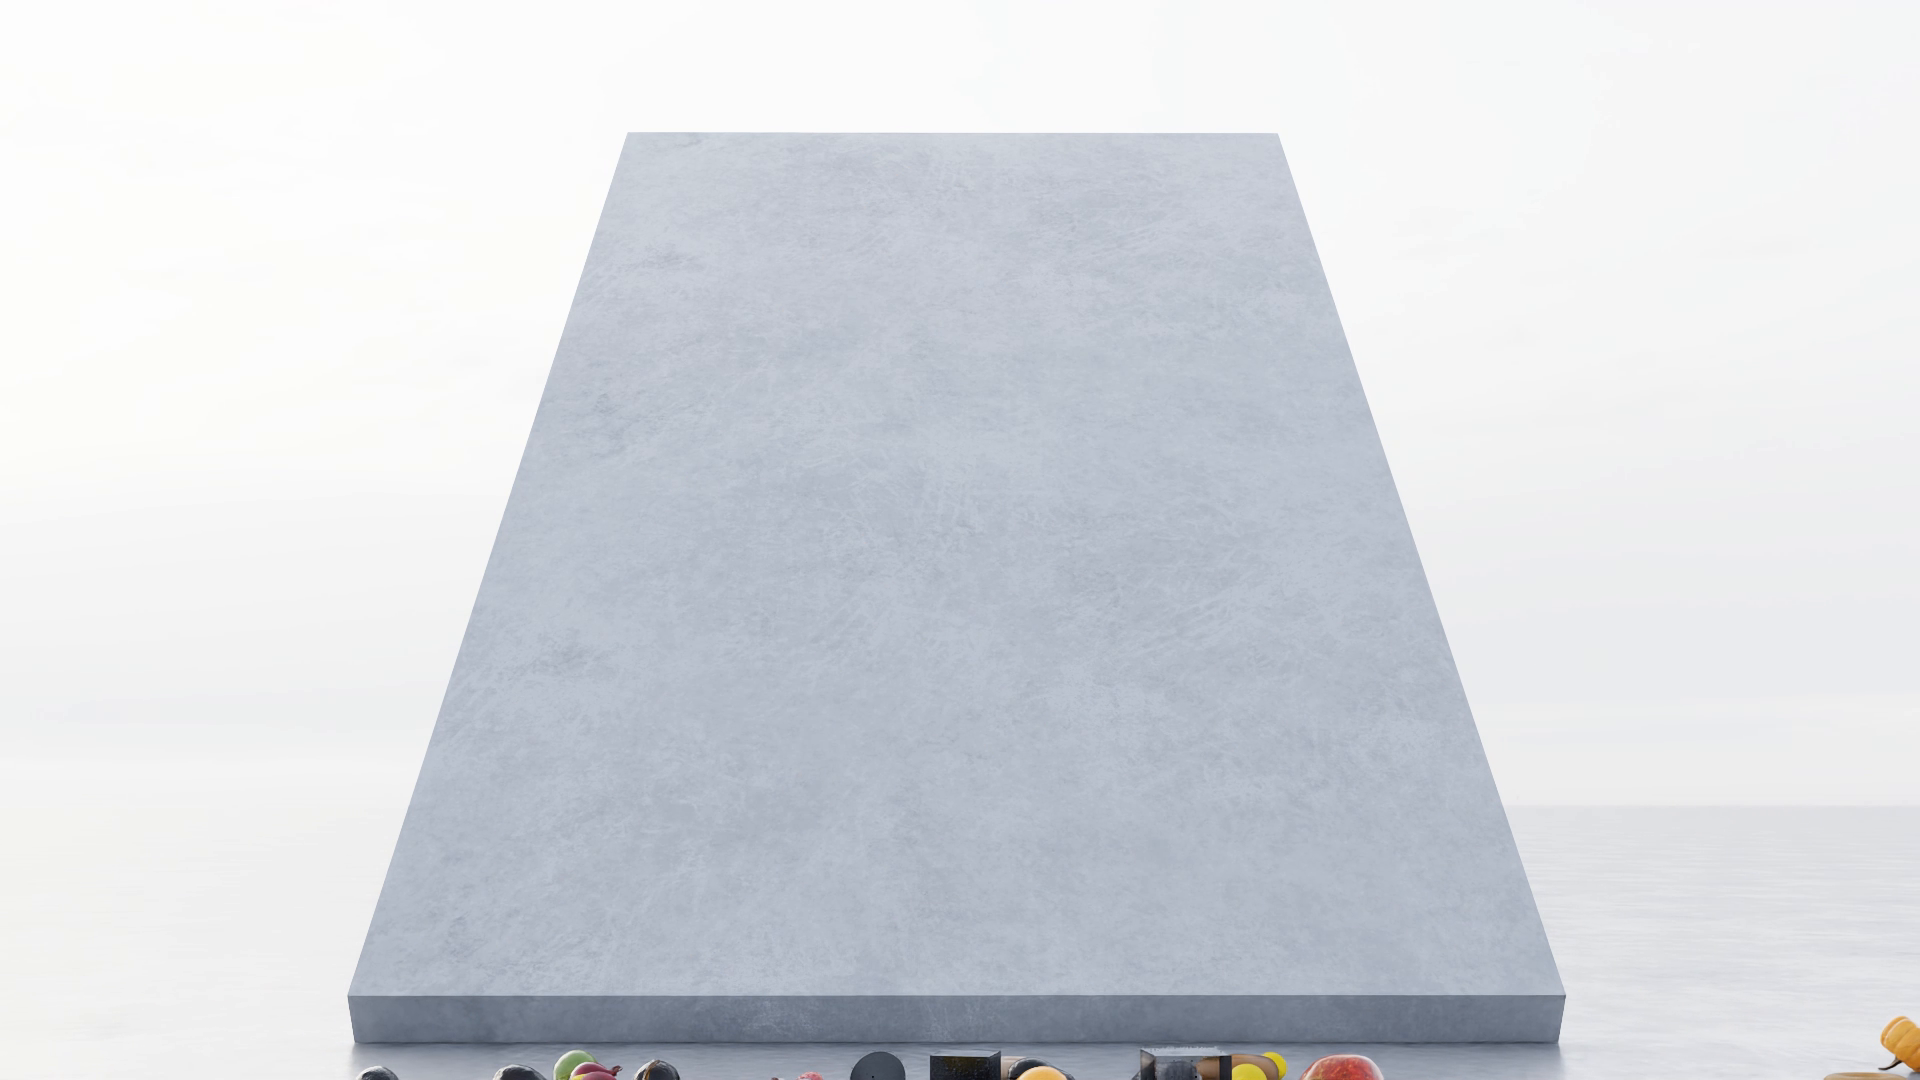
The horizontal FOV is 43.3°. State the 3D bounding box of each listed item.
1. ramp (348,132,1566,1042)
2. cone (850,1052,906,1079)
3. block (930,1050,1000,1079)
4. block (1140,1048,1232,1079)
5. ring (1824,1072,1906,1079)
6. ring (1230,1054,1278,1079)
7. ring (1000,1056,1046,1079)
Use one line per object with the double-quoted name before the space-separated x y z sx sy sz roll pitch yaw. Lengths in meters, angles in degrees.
"ramp" -0.013 -0.210 5.719 2.000 0.100 4.000 0 30 0
"cone" -0.101 0.731 3.219 0.076 0.076 0.076 -1 -33 13
"block" 0.007 0.697 3.096 0.077 0.077 0.077 -1 -6 12
"block" 0.276 0.674 2.956 0.093 0.093 0.093 1 -6 -8
"ring" 1.198 0.726 3.191 0.117 0.039 0.117 -1 -7 0
"ring" 0.382 0.745 3.385 0.128 0.043 0.128 0 -8 0
"ring" 0.078 0.761 3.472 0.092 0.031 0.092 1 -7 0
